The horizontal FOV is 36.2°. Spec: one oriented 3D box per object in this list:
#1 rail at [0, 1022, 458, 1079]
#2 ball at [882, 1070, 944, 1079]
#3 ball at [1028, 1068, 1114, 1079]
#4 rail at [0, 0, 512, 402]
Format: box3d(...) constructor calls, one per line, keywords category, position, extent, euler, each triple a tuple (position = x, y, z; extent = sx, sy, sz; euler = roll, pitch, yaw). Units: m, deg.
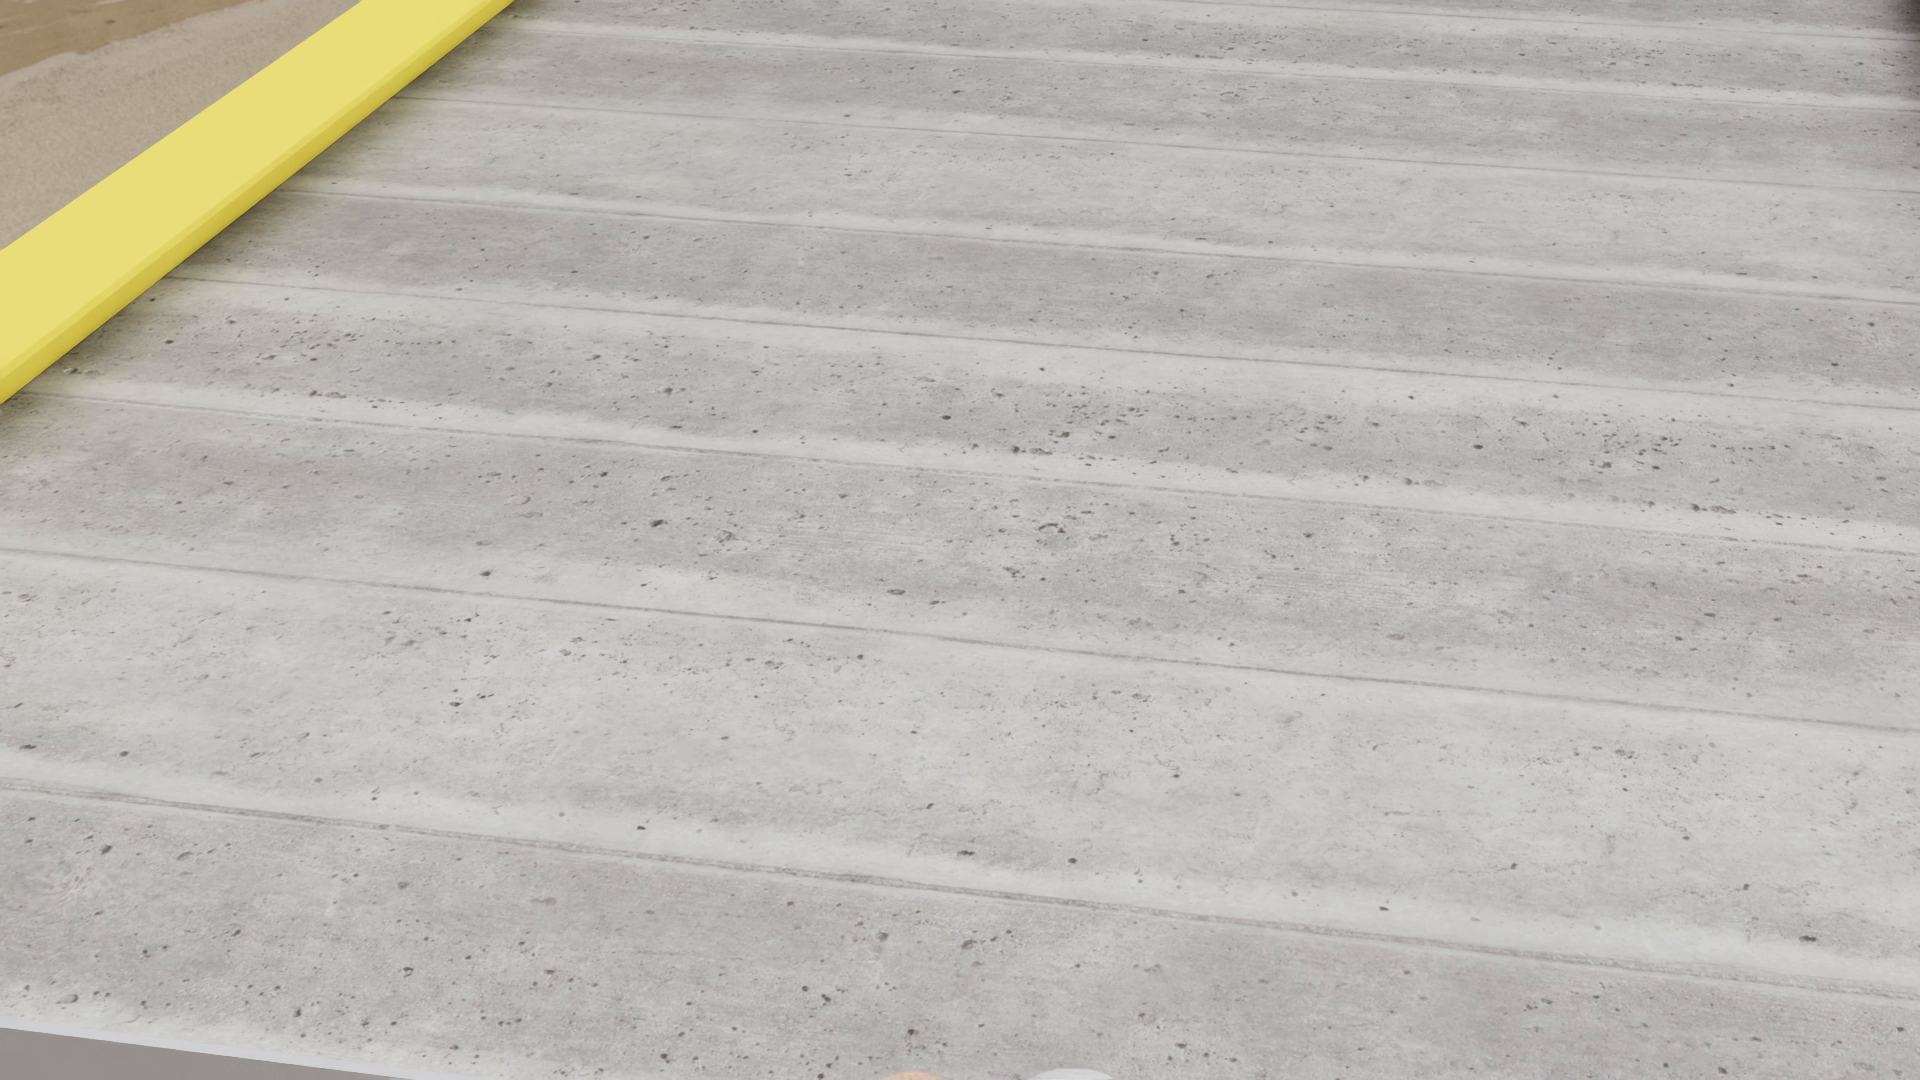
box3d(category="rail", position=(-0.135, 0.271, 1.266), extent=(1.509, 0.107, 0.045), euler=(5, 26, 10))
box3d(category="ball", position=(-0.021, 0.270, 1.323), extent=(0.061, 0.061, 0.061), euler=(0, 26, 0))
box3d(category="ball", position=(0.049, 0.272, 1.299), extent=(0.077, 0.077, 0.077), euler=(0, 26, 0))
box3d(category="rail", position=(-0.576, -0.376, 2.612), extent=(0.045, 0.107, 2.797), euler=(5, 26, 10))
